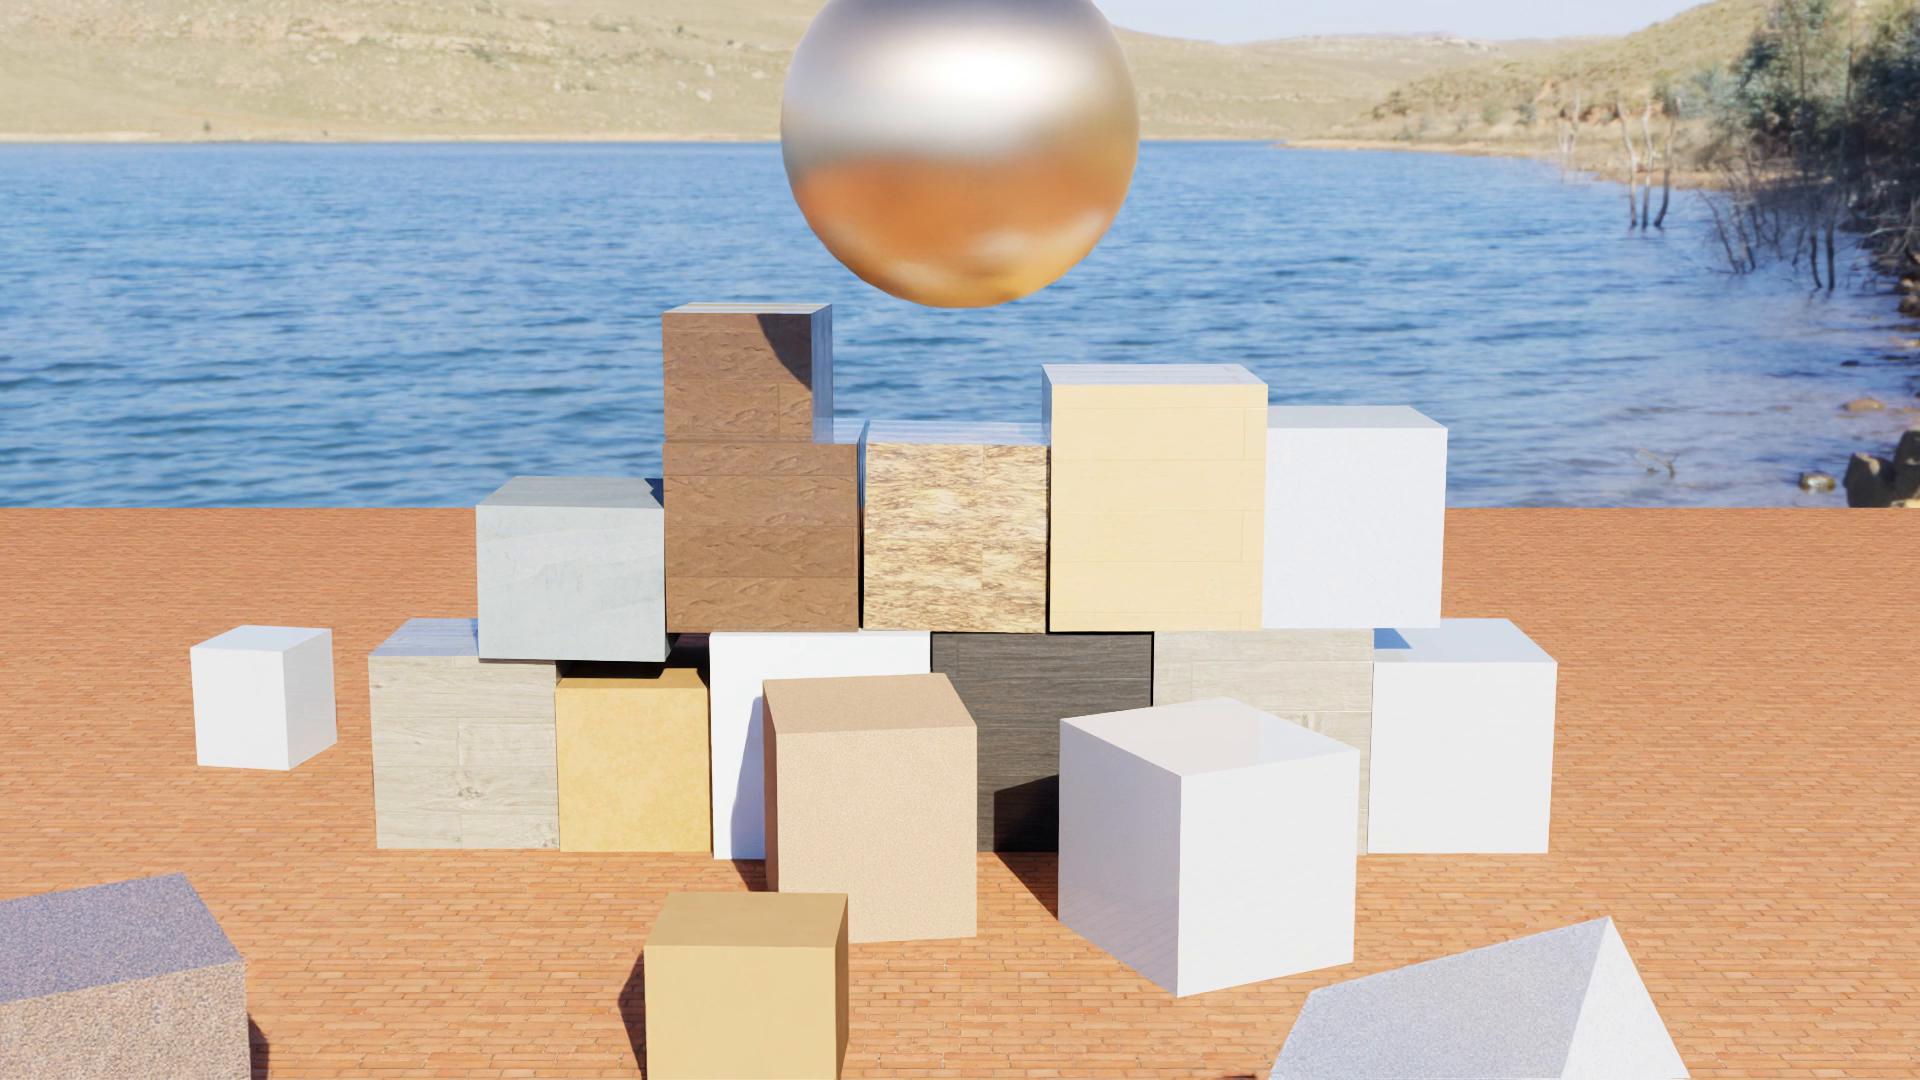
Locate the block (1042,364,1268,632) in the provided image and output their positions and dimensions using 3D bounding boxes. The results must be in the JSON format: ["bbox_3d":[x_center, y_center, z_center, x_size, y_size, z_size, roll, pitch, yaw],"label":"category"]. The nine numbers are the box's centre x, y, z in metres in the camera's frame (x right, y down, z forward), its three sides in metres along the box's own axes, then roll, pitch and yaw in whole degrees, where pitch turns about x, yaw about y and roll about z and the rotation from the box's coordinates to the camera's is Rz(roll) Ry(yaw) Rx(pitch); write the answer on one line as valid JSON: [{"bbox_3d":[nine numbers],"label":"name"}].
[{"bbox_3d":[0.951,-0.237,11.113,1.034,1.205,0.990,0,10,-1],"label":"block"}]

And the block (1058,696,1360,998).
[{"bbox_3d":[1.074,1.314,9.679,0.895,0.951,1.010,-5,12,-26],"label":"block"}]

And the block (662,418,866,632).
[{"bbox_3d":[-0.963,-0.094,11.163,0.937,0.933,0.988,0,10,0],"label":"block"}]

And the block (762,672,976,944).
[{"bbox_3d":[-0.435,1.218,10.155,0.878,0.970,0.993,-2,10,-8],"label":"block"}]

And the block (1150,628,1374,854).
[{"bbox_3d":[1.486,0.915,11.336,1.073,1.143,1.006,0,10,0],"label":"block"}]

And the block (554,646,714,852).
[{"bbox_3d":[-1.611,1.064,11.369,0.773,0.839,0.915,0,10,0],"label":"block"}]

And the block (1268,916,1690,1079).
[{"bbox_3d":[1.450,1.750,5.875,0.919,1.011,0.829,-22,11,31],"label":"block"}]

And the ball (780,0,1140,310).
[{"bbox_3d":[0.000,-1.826,9.753,1.600,1.600,1.600,0,10,0],"label":"ball"}]

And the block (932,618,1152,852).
[{"bbox_3d":[0.404,0.926,11.361,1.075,1.114,0.965,0,10,0],"label":"block"}]

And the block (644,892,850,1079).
[{"bbox_3d":[-0.800,1.728,8.408,0.702,0.591,0.593,0,10,2],"label":"block"}]

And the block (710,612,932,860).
[{"bbox_3d":[-0.680,0.919,11.356,1.069,1.129,1.172,0,10,0],"label":"block"}]

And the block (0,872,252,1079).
[{"bbox_3d":[-2.948,1.757,7.444,0.853,0.880,1.010,-6,12,-29],"label":"block"}]

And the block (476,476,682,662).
[{"bbox_3d":[-1.895,0.128,11.198,0.912,0.760,0.960,1,10,0],"label":"block"}]

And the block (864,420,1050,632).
[{"bbox_3d":[-0.024,-0.085,11.150,0.893,0.926,0.877,1,10,-1],"label":"block"}]

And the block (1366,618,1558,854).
[{"bbox_3d":[2.483,0.992,11.379,0.900,0.977,1.004,0,10,0],"label":"block"}]

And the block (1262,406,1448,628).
[{"bbox_3d":[1.912,-0.136,11.164,0.883,0.987,0.920,0,10,0],"label":"block"}]

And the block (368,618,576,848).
[{"bbox_3d":[-2.464,0.983,11.380,0.925,0.993,0.867,0,10,0],"label":"block"}]

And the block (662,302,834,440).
[{"bbox_3d":[-1.049,-0.853,11.005,0.730,0.617,0.694,1,10,5],"label":"block"}]

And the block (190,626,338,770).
[{"bbox_3d":[-4.007,0.901,12.688,0.560,0.687,0.592,2,10,11],"label":"block"}]
